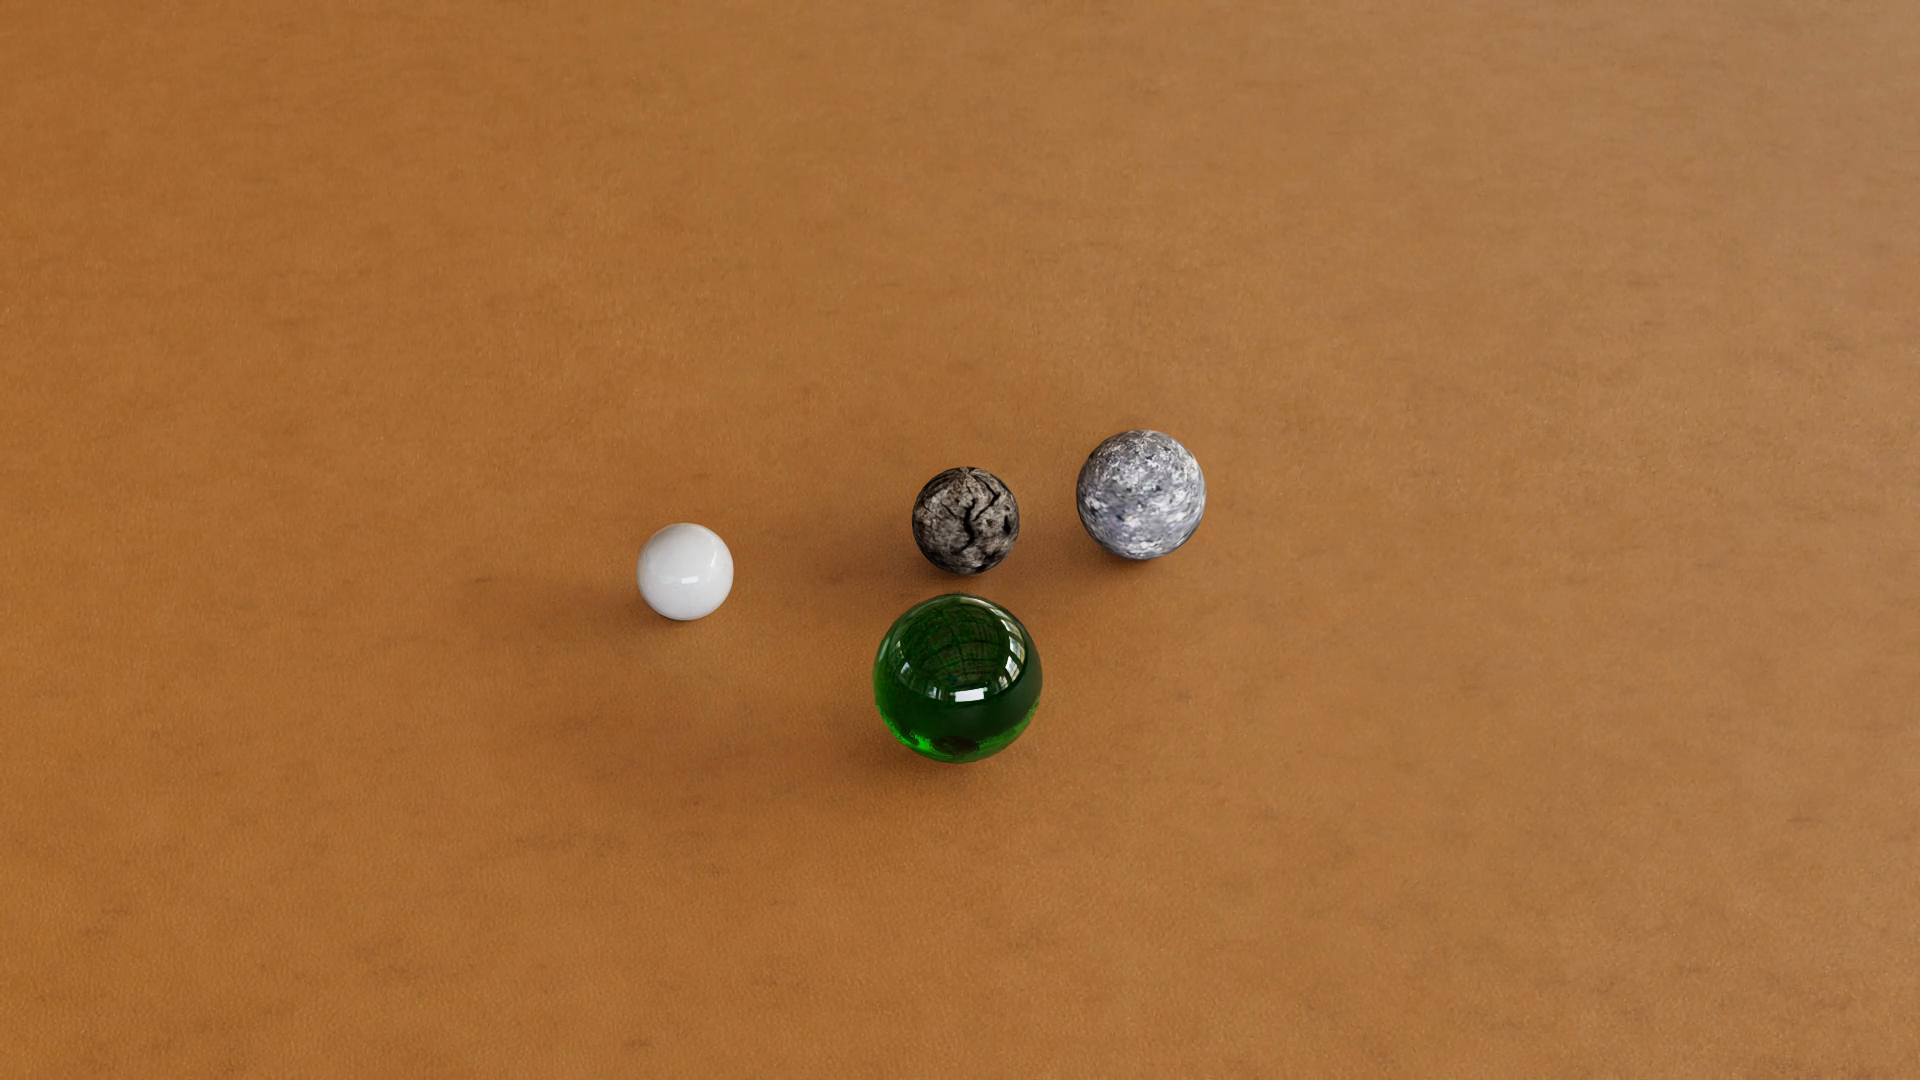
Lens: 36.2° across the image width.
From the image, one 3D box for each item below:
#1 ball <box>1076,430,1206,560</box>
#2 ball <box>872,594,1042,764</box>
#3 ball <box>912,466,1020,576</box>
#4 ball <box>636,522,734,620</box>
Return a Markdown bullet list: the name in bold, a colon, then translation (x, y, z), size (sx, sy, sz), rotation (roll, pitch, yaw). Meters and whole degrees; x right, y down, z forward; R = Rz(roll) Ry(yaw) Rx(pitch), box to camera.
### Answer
- **ball**: translation (0.098, -0.025, 1.599), size (0.071, 0.071, 0.071), rotation (0, 31, 0)
- **ball**: translation (-0.001, 0.068, 1.437), size (0.083, 0.083, 0.083), rotation (0, 31, 0)
- **ball**: translation (0.003, -0.010, 1.588), size (0.059, 0.059, 0.059), rotation (0, 31, 0)
- **ball**: translation (-0.145, 0.017, 1.550), size (0.052, 0.052, 0.052), rotation (0, 31, 0)
